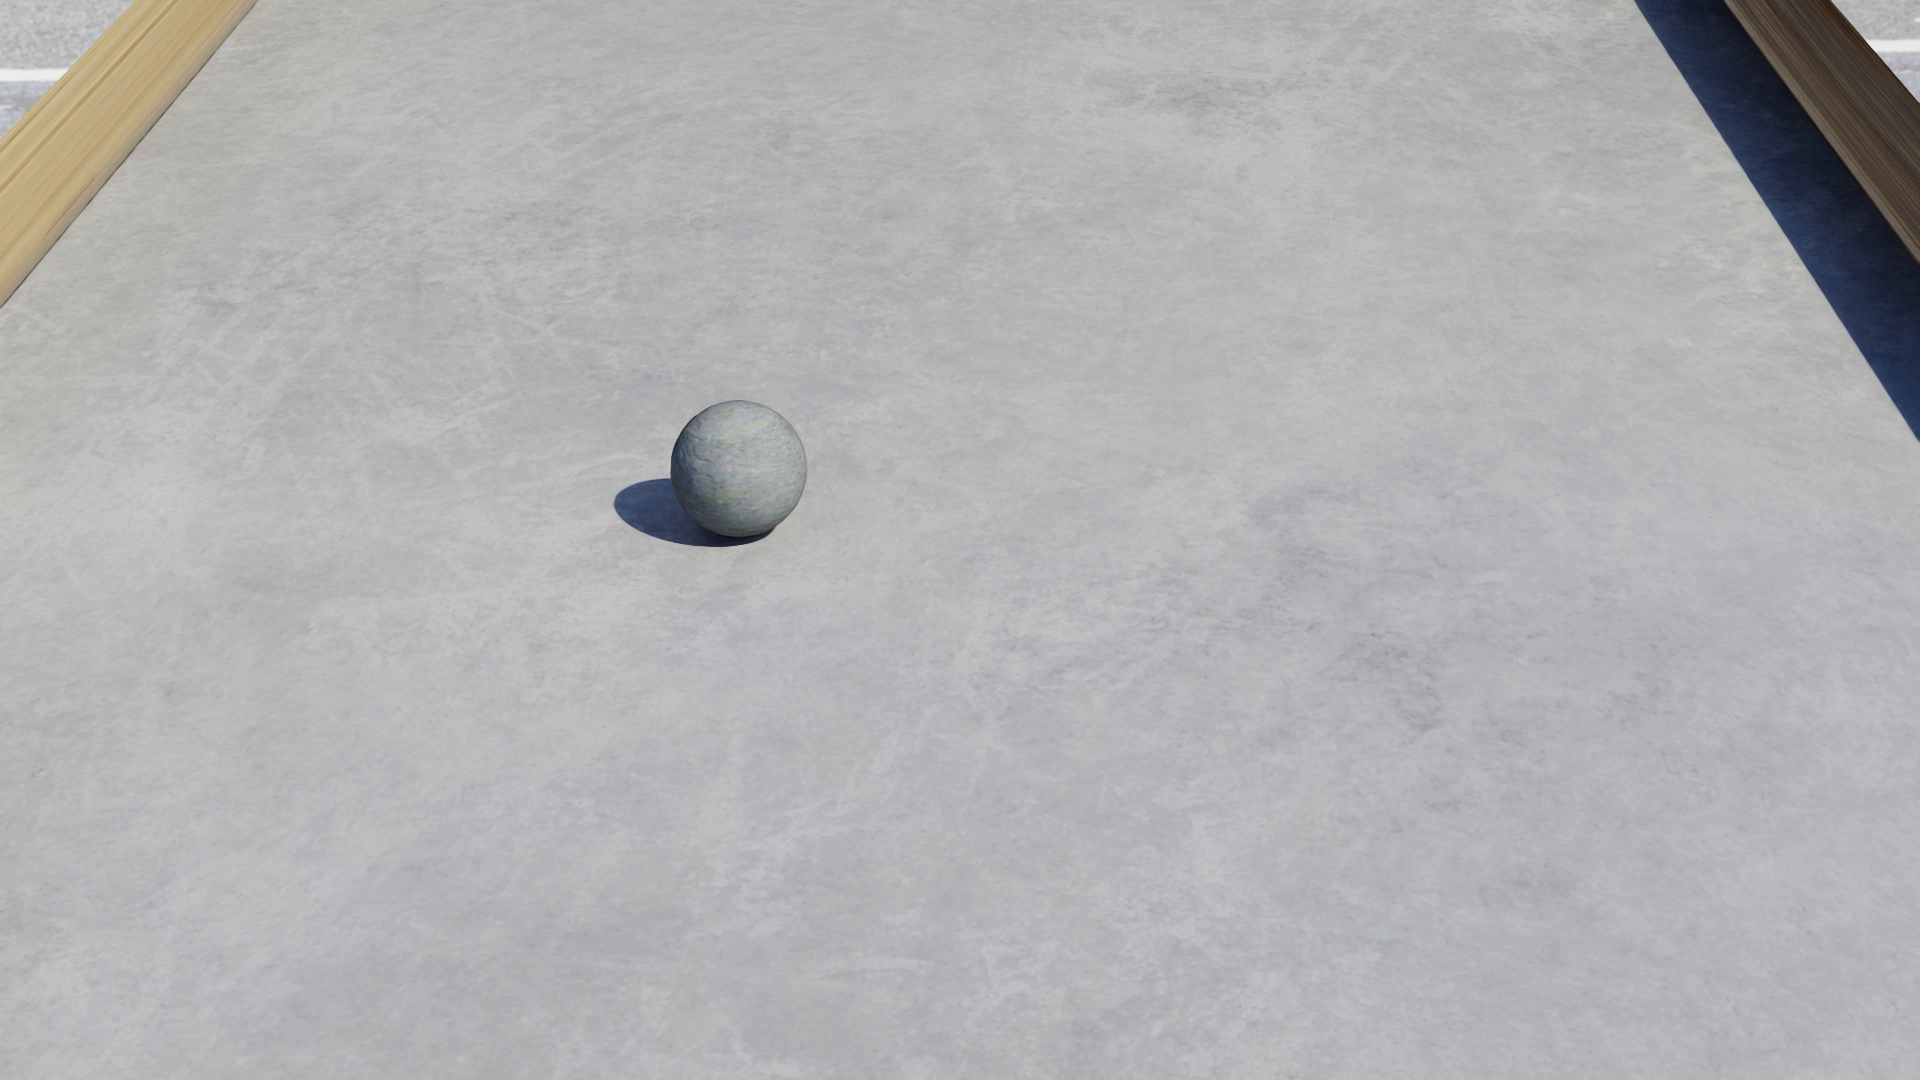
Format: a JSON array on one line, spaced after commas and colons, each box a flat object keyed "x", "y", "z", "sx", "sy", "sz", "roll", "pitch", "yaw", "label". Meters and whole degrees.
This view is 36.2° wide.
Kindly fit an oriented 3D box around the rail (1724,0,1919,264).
[{"x": 0.759, "y": -0.337, "z": 2.483, "sx": 0.045, "sy": 0.117, "sz": 2.920, "roll": 1, "pitch": 27, "yaw": 1, "label": "rail"}]

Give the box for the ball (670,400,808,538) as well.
[{"x": -0.145, "y": -0.047, "z": 1.934, "sx": 0.090, "sy": 0.090, "sz": 0.090, "roll": 0, "pitch": 27, "yaw": 0, "label": "ball"}]

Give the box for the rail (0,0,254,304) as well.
[{"x": -0.726, "y": -0.352, "z": 2.513, "sx": 0.045, "sy": 0.117, "sz": 2.920, "roll": 1, "pitch": 27, "yaw": 1, "label": "rail"}]
